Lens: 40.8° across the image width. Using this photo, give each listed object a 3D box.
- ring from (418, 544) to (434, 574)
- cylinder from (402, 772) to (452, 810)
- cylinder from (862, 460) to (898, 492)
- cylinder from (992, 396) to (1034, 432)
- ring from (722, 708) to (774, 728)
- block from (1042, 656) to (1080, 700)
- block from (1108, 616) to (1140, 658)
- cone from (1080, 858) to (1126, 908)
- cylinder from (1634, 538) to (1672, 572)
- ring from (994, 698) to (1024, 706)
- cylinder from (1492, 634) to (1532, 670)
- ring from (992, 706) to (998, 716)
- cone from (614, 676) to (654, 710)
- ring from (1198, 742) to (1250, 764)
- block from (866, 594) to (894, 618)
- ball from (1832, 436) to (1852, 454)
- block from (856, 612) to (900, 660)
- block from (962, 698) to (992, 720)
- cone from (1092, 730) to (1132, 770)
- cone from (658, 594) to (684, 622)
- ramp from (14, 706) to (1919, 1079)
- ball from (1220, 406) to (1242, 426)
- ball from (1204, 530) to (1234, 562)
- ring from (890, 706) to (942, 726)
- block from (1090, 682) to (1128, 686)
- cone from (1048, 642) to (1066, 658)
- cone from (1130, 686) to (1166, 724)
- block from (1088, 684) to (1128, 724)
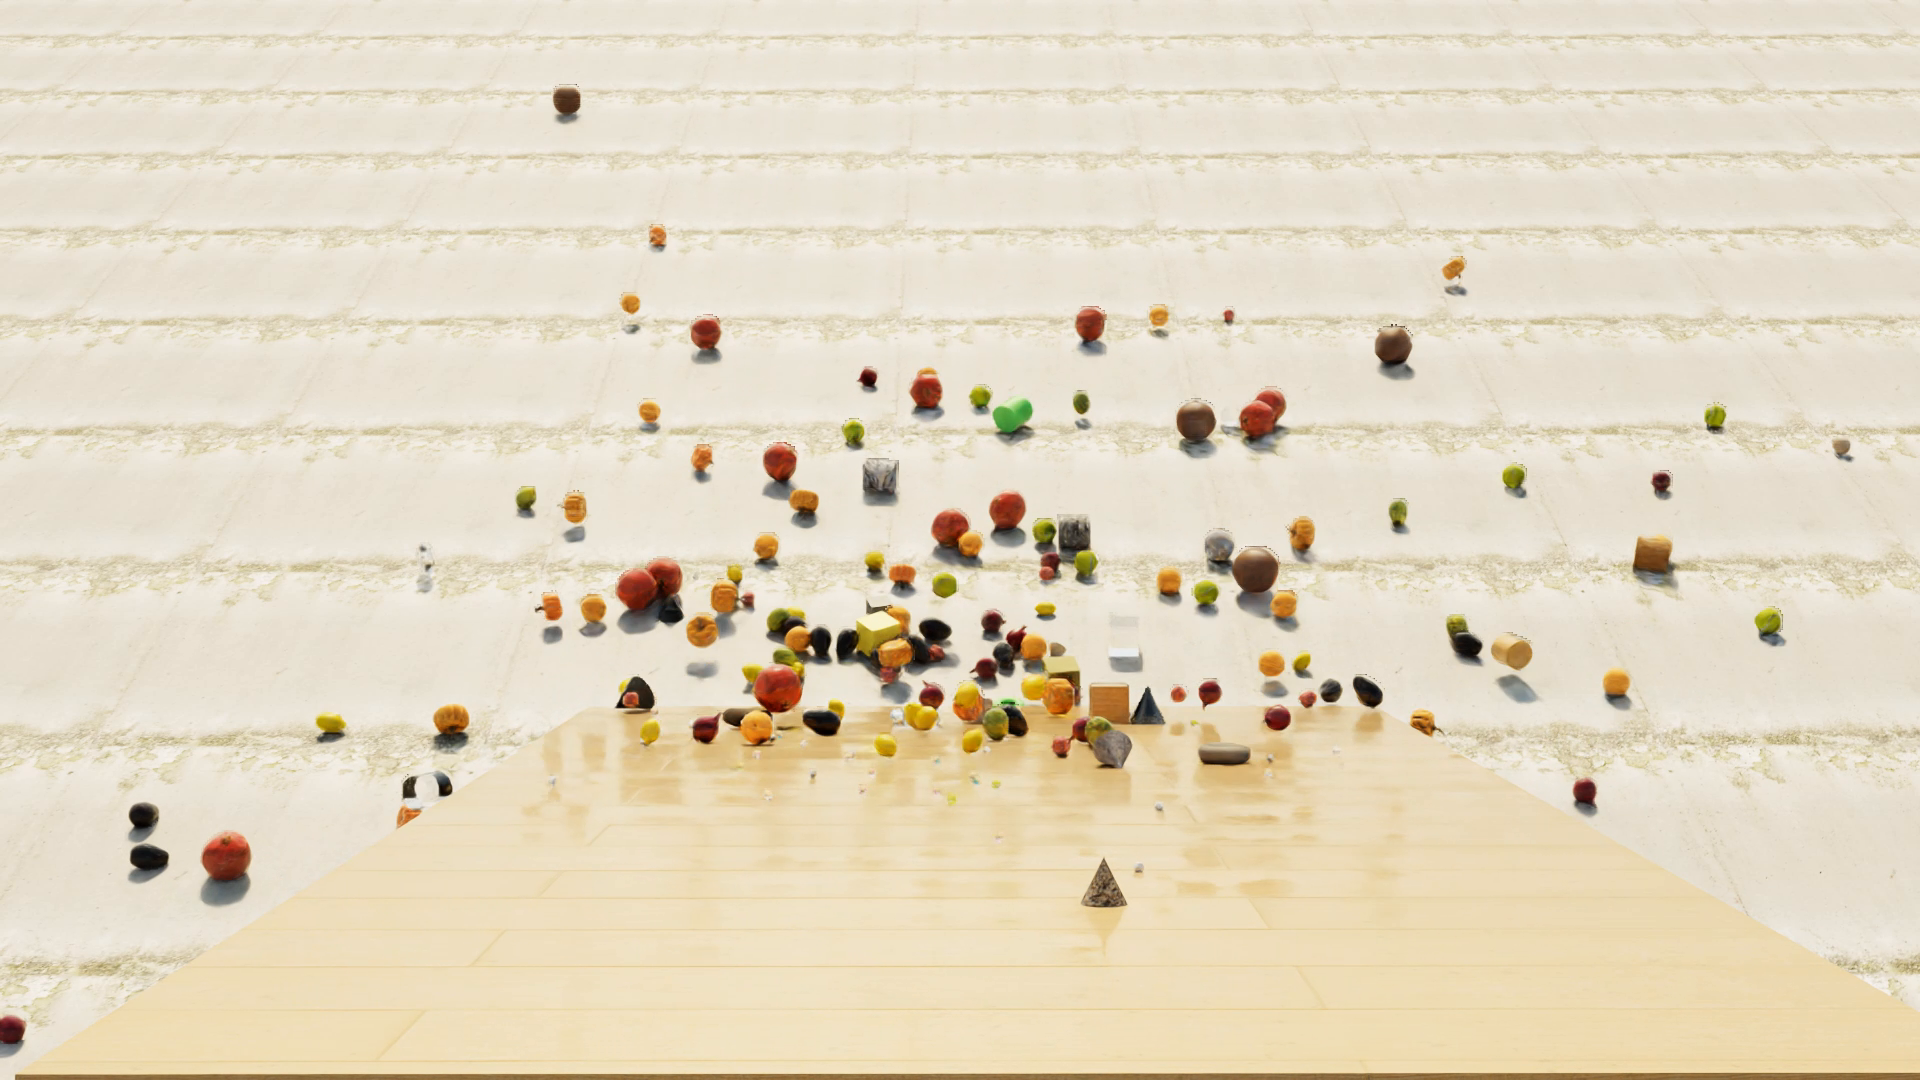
[{"bbox_3d":[-1.537,0.057,7.419,0.029,0.088,0.088,-8,26,-30],"label":"ring"},{"bbox_3d":[-1.151,0.542,5.573,0.076,0.076,0.076,14,5,26],"label":"cylinder"},{"bbox_3d":[-0.248,-0.197,7.956,0.094,0.094,0.094,5,26,8],"label":"cylinder"},{"bbox_3d":[0.172,-0.411,8.400,0.095,0.095,0.095,17,34,32],"label":"cylinder"},{"bbox_3d":[-0.495,0.415,6.021,0.120,0.040,0.120,6,-2,0],"label":"ring"},{"bbox_3d":[0.267,0.364,6.800,0.084,0.084,0.084,-4,26,-8],"label":"block"},{"bbox_3d":[0.446,0.262,7.015,0.083,0.083,0.083,2,26,4],"label":"block"},{"bbox_3d":[0.199,0.471,3.566,0.065,0.065,0.065,0,2,0],"label":"cone"},{"bbox_3d":[2.002,0.044,7.458,0.094,0.094,0.094,6,26,21],"label":"cylinder"},{"bbox_3d":[0.127,0.436,6.713,0.087,0.029,0.087,-1,25,1],"label":"ring"},{"bbox_3d":[1.470,0.298,6.868,0.078,0.078,0.078,-9,14,-18],"label":"cylinder"},{"bbox_3d":[0.052,0.417,6.288,0.083,0.028,0.083,0,0,0],"label":"ring"},{"bbox_3d":[-0.831,0.403,6.459,0.094,0.094,0.094,21,39,37],"label":"cone"},{"bbox_3d":[0.544,0.439,5.301,0.107,0.036,0.107,1,2,0],"label":"ring"},{"bbox_3d":[-0.224,0.198,7.173,0.062,0.062,0.062,-8,27,-16],"label":"block"},{"bbox_3d":[2.813,-0.302,8.223,0.056,0.056,0.056,0,26,0],"label":"ball"},{"bbox_3d":[-0.222,0.260,7.014,0.087,0.087,0.087,-16,30,-31],"label":"block"},{"bbox_3d":[0.042,0.407,6.212,0.051,0.051,0.051,1,2,44],"label":"block"},{"bbox_3d":[0.316,0.441,5.204,0.082,0.082,0.082,-4,29,-8],"label":"cone"},{"bbox_3d":[-0.808,0.181,7.193,0.076,0.076,0.076,0,26,0],"label":"cone"},{"bbox_3d":[0.058,0.527,4.564,2.000,0.100,4.000,0,2,0],"label":"ramp"},{"bbox_3d":[0.884,-0.405,8.422,0.070,0.070,0.070,0,26,0],"label":"ball"},{"bbox_3d":[0.755,0.017,7.518,0.089,0.089,0.089,0,26,0],"label":"ball"},{"bbox_3d":[-0.105,0.416,6.089,0.123,0.041,0.123,-1,3,0],"label":"ring"},{"bbox_3d":[0.363,0.389,6.250,0.084,0.084,0.084,0,2,-2],"label":"block"},{"bbox_3d":[0.256,0.312,6.979,0.051,0.051,0.051,10,54,20],"label":"cone"},{"bbox_3d":[0.446,0.390,6.134,0.089,0.089,0.089,0,2,0],"label":"cone"},{"bbox_3d":[0.355,0.390,6.163,0.087,0.087,0.087,0,2,-3],"label":"block"}]
